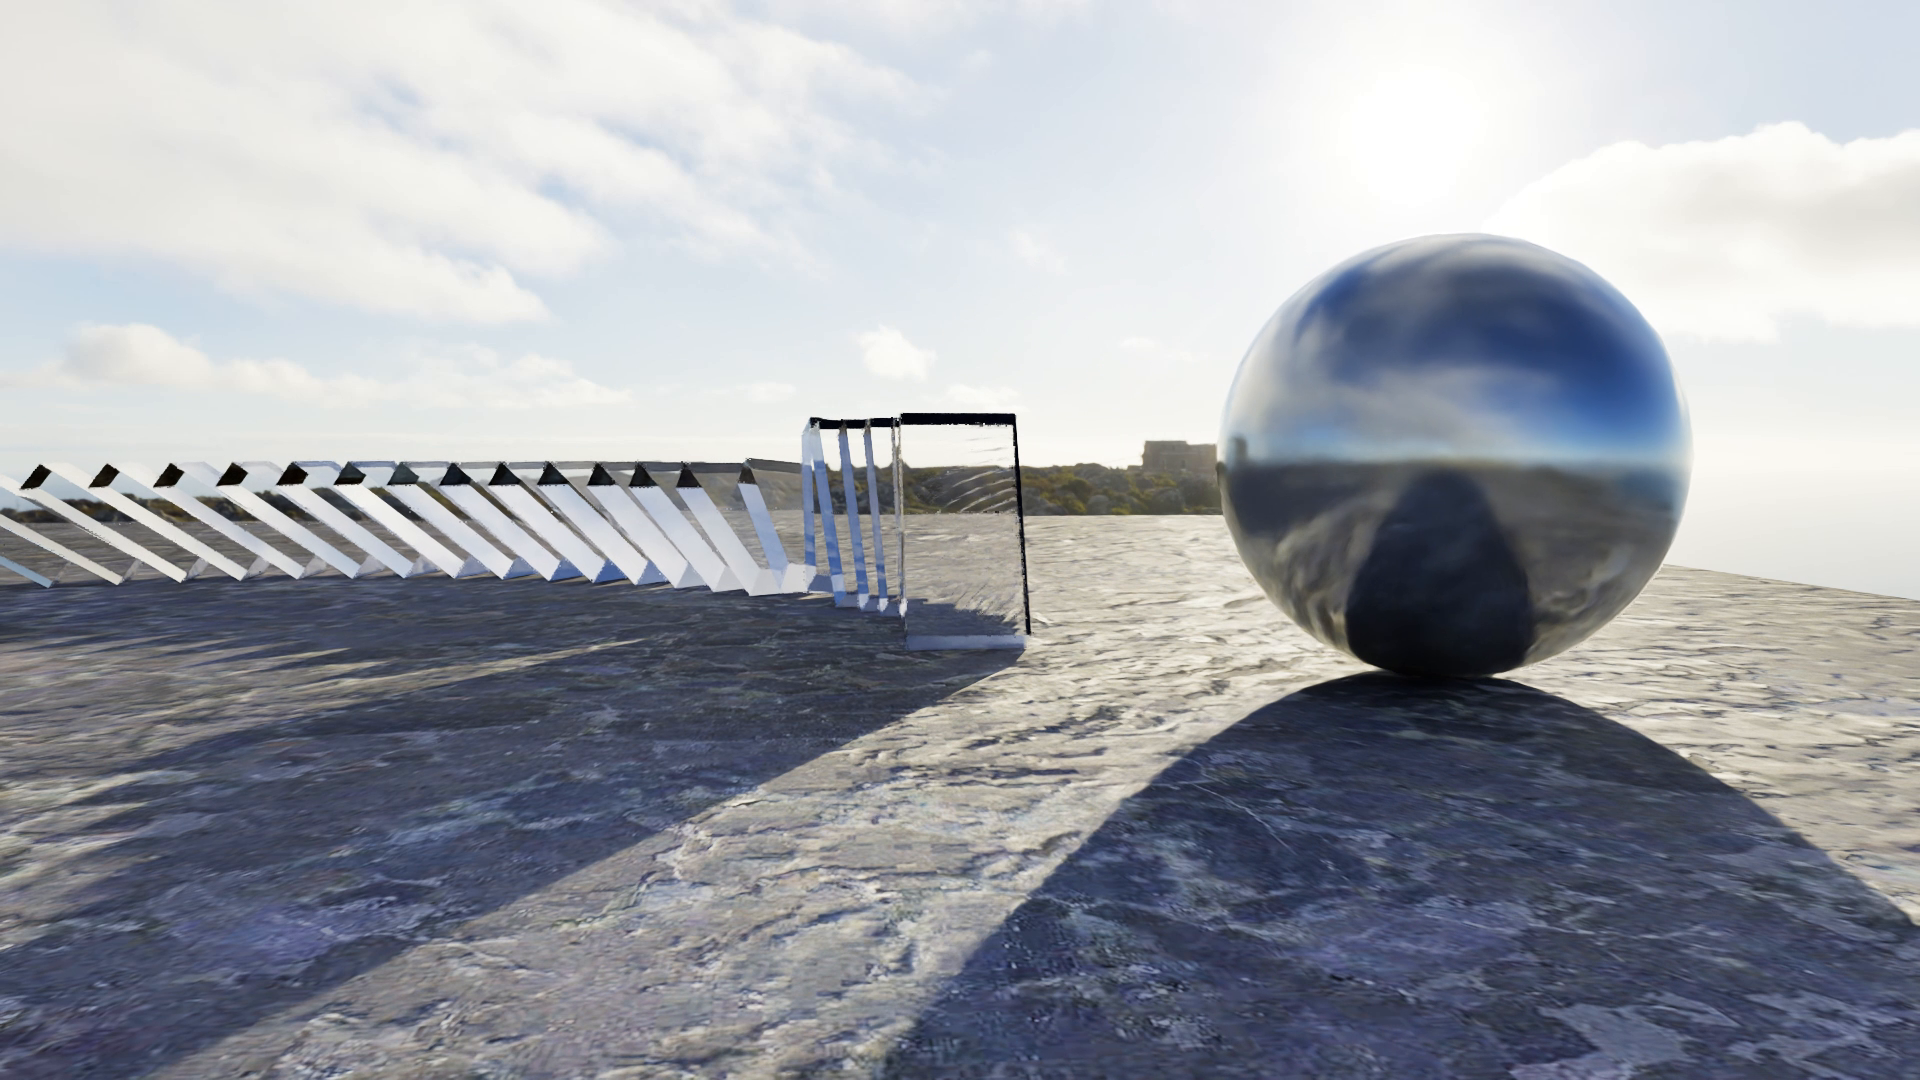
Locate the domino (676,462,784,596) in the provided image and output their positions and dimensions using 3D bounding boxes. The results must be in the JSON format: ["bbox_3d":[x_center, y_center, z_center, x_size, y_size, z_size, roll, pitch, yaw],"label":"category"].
[{"bbox_3d":[-0.061,-0.004,0.379,0.025,0.009,0.050,-3,41,-42],"label":"domino"}]

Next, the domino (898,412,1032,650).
[{"bbox_3d":[0.000,-0.002,0.271,0.025,0.050,0.009,0,-22,-6],"label":"domino"}]

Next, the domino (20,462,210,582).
[{"bbox_3d":[-0.260,-0.006,0.399,0.050,0.009,0.025,36,-7,-17],"label":"domino"}]

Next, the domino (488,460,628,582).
[{"bbox_3d":[-0.124,-0.007,0.410,0.050,0.009,0.025,39,17,16],"label":"domino"}]

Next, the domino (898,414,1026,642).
[{"bbox_3d":[0.000,-0.003,0.282,0.025,0.050,0.009,0,-22,-6],"label":"domino"}]

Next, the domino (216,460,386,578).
[{"bbox_3d":[-0.210,-0.007,0.415,0.050,0.009,0.025,36,1,-6],"label":"domino"}]

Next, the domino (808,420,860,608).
[{"bbox_3d":[-0.024,-0.008,0.344,0.025,0.050,0.009,-2,-22,-24],"label":"domino"}]

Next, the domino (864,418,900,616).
[{"bbox_3d":[-0.009,-0.006,0.324,0.025,0.050,0.009,-1,-21,-15],"label":"domino"}]

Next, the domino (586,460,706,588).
[{"bbox_3d":[-0.091,-0.006,0.398,0.050,0.009,0.025,43,27,26],"label":"domino"}]

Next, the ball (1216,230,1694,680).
[{"bbox_3d":[0.087,-0.015,0.233,0.080,0.080,0.080,0,4,0],"label":"ball"}]

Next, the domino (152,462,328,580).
[{"bbox_3d":[-0.228,-0.007,0.411,0.050,0.009,0.025,35,-2,-10],"label":"domino"}]

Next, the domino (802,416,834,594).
[{"bbox_3d":[-0.030,-0.009,0.356,0.025,0.050,0.009,7,-31,-21],"label":"domino"}]

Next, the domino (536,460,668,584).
[{"bbox_3d":[-0.107,-0.006,0.405,0.050,0.009,0.025,41,21,20],"label":"domino"}]

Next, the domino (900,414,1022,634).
[{"bbox_3d":[0.000,-0.004,0.292,0.025,0.050,0.009,0,-22,-6],"label":"domino"}]

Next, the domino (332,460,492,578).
[{"bbox_3d":[-0.175,-0.007,0.419,0.050,0.009,0.025,36,8,4],"label":"domino"}]

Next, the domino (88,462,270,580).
[{"bbox_3d":[-0.244,-0.006,0.406,0.050,0.009,0.025,36,-5,-14],"label":"domino"}]

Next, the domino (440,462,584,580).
[{"bbox_3d":[-0.141,-0.007,0.415,0.050,0.009,0.025,38,14,12],"label":"domino"}]

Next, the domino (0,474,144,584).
[{"bbox_3d":[-0.276,-0.005,0.390,0.050,0.009,0.025,35,-11,-23],"label":"domino"}]

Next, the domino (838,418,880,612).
[{"bbox_3d":[-0.016,-0.007,0.334,0.025,0.050,0.010,-2,-22,-20],"label":"domino"}]

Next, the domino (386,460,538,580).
[{"bbox_3d":[-0.158,-0.007,0.418,0.050,0.009,0.025,37,11,8],"label":"domino"}]

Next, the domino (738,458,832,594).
[{"bbox_3d":[-0.045,-0.005,0.371,0.025,0.009,0.050,4,36,-29],"label":"domino"}]

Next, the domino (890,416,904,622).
[{"bbox_3d":[-0.003,-0.006,0.314,0.025,0.050,0.009,-1,-21,-9],"label":"domino"}]

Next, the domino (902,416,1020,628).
[{"bbox_3d":[0.000,-0.005,0.303,0.025,0.050,0.009,0,-22,-6],"label":"domino"}]

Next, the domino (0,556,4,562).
[{"bbox_3d":[-0.305,-0.003,0.368,0.050,0.009,0.025,37,-16,-29],"label":"domino"}]

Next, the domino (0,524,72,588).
[{"bbox_3d":[-0.291,-0.004,0.379,0.050,0.010,0.025,36,-14,-26],"label":"domino"}]

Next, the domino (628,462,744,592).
[{"bbox_3d":[-0.076,-0.005,0.389,0.025,0.009,0.050,-5,42,-49],"label":"domino"}]

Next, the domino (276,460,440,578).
[{"bbox_3d":[-0.193,-0.007,0.418,0.050,0.010,0.025,36,5,-1],"label":"domino"}]
